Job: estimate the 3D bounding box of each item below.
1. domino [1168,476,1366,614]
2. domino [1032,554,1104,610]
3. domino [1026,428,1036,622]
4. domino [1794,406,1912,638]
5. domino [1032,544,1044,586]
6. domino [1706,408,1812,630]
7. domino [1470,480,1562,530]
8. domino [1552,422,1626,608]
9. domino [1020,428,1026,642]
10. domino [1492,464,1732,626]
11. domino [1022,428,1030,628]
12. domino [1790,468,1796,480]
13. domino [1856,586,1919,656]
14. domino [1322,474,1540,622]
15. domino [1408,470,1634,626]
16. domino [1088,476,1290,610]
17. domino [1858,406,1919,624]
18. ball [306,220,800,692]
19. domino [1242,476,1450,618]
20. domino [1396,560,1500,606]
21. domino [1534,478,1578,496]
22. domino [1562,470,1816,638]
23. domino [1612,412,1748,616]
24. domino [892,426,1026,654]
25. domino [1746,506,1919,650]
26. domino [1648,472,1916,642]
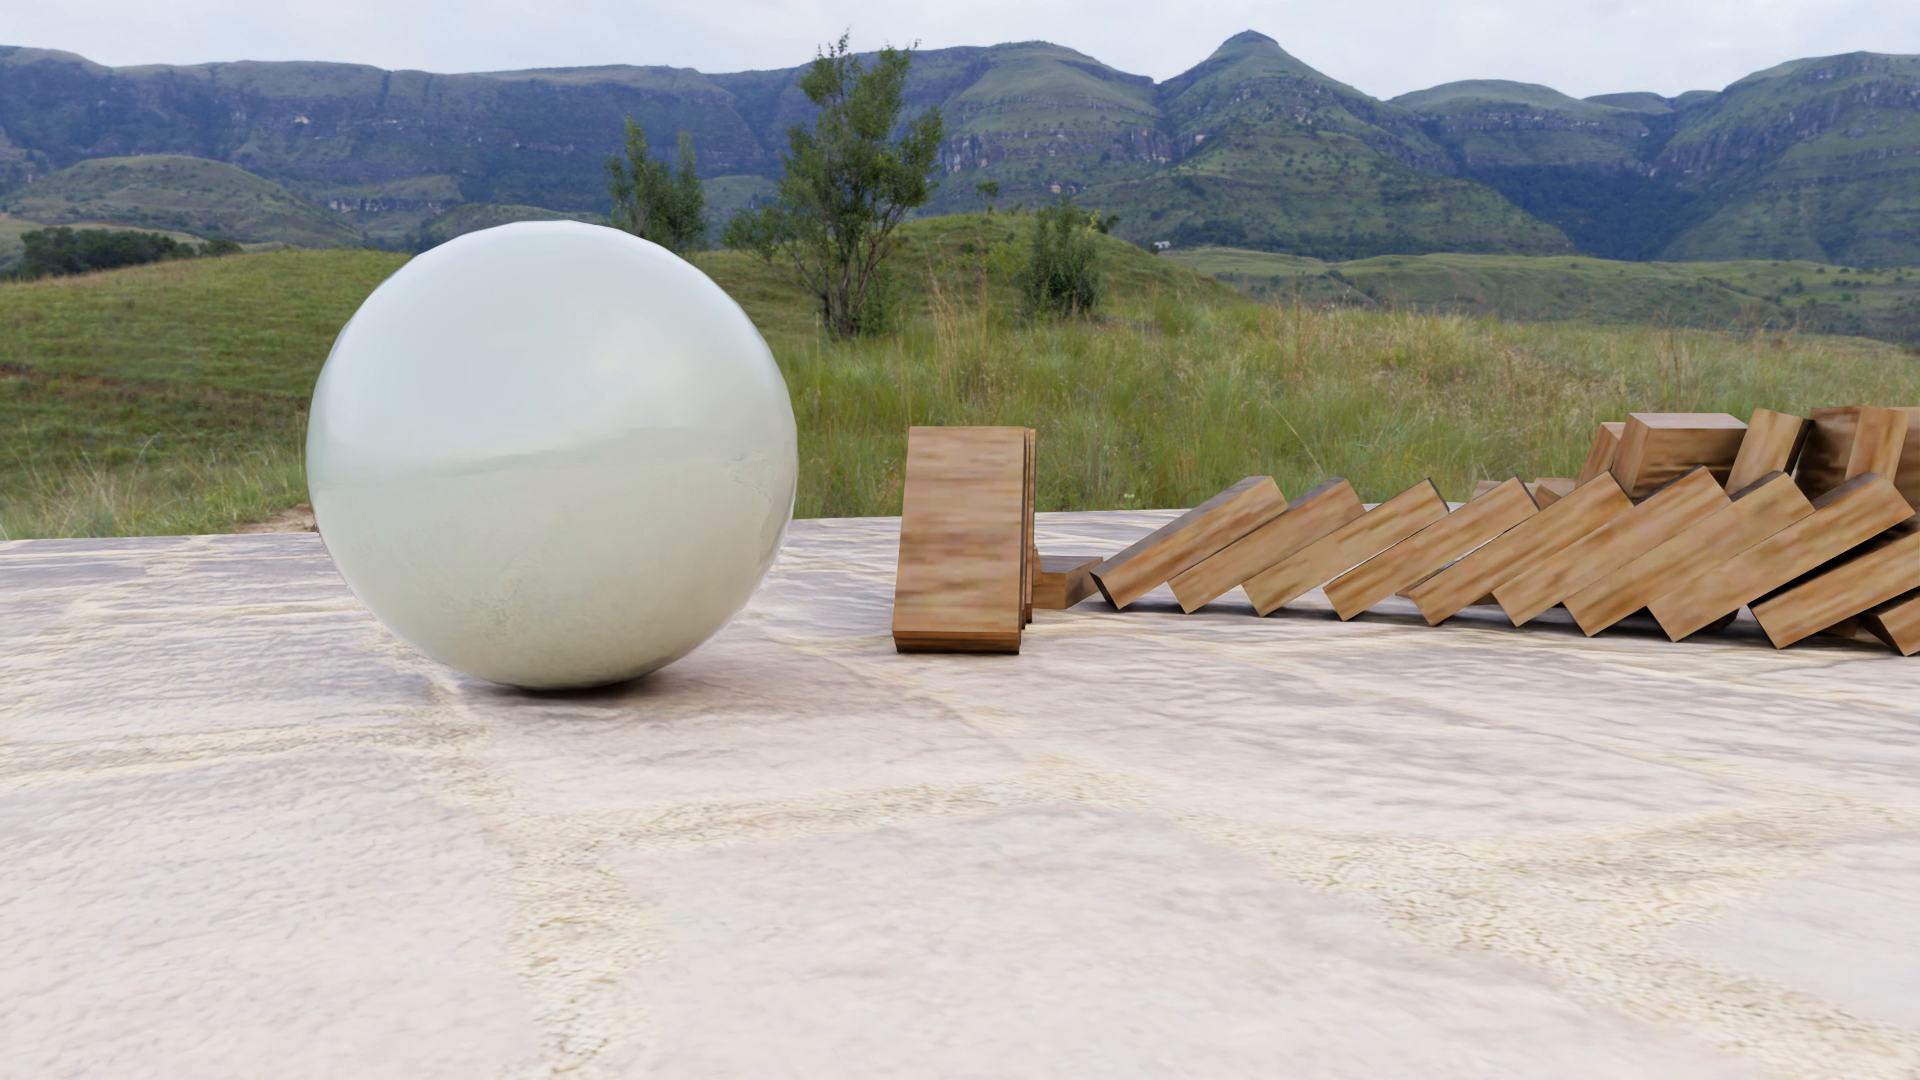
[{"bbox_3d":[0.077,0.001,0.328,0.050,0.009,0.025,-31,-1,11],"label":"domino"},{"bbox_3d":[0.023,0.011,0.357,0.025,0.009,0.050,1,4,17],"label":"domino"},{"bbox_3d":[0.006,-0.004,0.317,0.025,0.050,0.009,0,-31,5],"label":"domino"},{"bbox_3d":[0.199,-0.005,0.293,0.009,0.050,0.025,11,6,11],"label":"domino"},{"bbox_3d":[0.005,0.000,0.341,0.025,0.009,0.050,-13,22,-3],"label":"domino"},{"bbox_3d":[0.184,-0.005,0.300,0.010,0.050,0.025,23,17,34],"label":"domino"},{"bbox_3d":[0.171,-0.001,0.362,0.050,0.009,0.025,28,-3,-15],"label":"domino"},{"bbox_3d":[0.168,-0.006,0.325,0.025,0.050,0.009,-1,35,-7],"label":"domino"},{"bbox_3d":[0.001,-0.002,0.282,0.025,0.050,0.009,0,-31,5],"label":"domino"},{"bbox_3d":[0.147,0.001,0.291,0.050,0.010,0.025,-37,-13,25],"label":"domino"},{"bbox_3d":[0.004,-0.003,0.305,0.025,0.050,0.009,0,-31,5],"label":"domino"},{"bbox_3d":[0.248,-0.002,0.356,0.025,0.010,0.050,-3,38,-32],"label":"domino"},{"bbox_3d":[0.210,0.005,0.259,0.050,0.009,0.025,-33,-3,22],"label":"domino"},{"bbox_3d":[0.114,0.002,0.309,0.050,0.009,0.025,-34,-10,23],"label":"domino"},{"bbox_3d":[0.131,0.002,0.300,0.050,0.009,0.025,-37,-13,25],"label":"domino"},{"bbox_3d":[0.059,0.000,0.335,0.050,0.009,0.025,-31,2,0],"label":"domino"},{"bbox_3d":[0.217,-0.005,0.294,0.010,0.050,0.025,7,1,-28],"label":"domino"},{"bbox_3d":[-0.068,-0.014,0.221,0.080,0.080,0.080,0,4,0],"label":"ball"},{"bbox_3d":[0.096,0.002,0.318,0.050,0.010,0.025,-32,-8,20],"label":"domino"},{"bbox_3d":[0.150,0.011,0.354,0.050,0.009,0.025,-1,4,-14],"label":"domino"},{"bbox_3d":[0.191,-0.001,0.369,0.050,0.010,0.025,29,-1,-10],"label":"domino"},{"bbox_3d":[0.159,0.003,0.283,0.050,0.009,0.025,-37,-13,25],"label":"domino"},{"bbox_3d":[0.169,-0.006,0.310,0.025,0.050,0.009,0,27,-6],"label":"domino"},{"bbox_3d":[0.001,-0.001,0.270,0.025,0.050,0.009,0,-31,5],"label":"domino"},{"bbox_3d":[0.191,0.005,0.267,0.050,0.009,0.025,-34,-9,25],"label":"domino"},{"bbox_3d":[0.174,0.004,0.276,0.050,0.009,0.025,-37,-13,25],"label":"domino"}]
